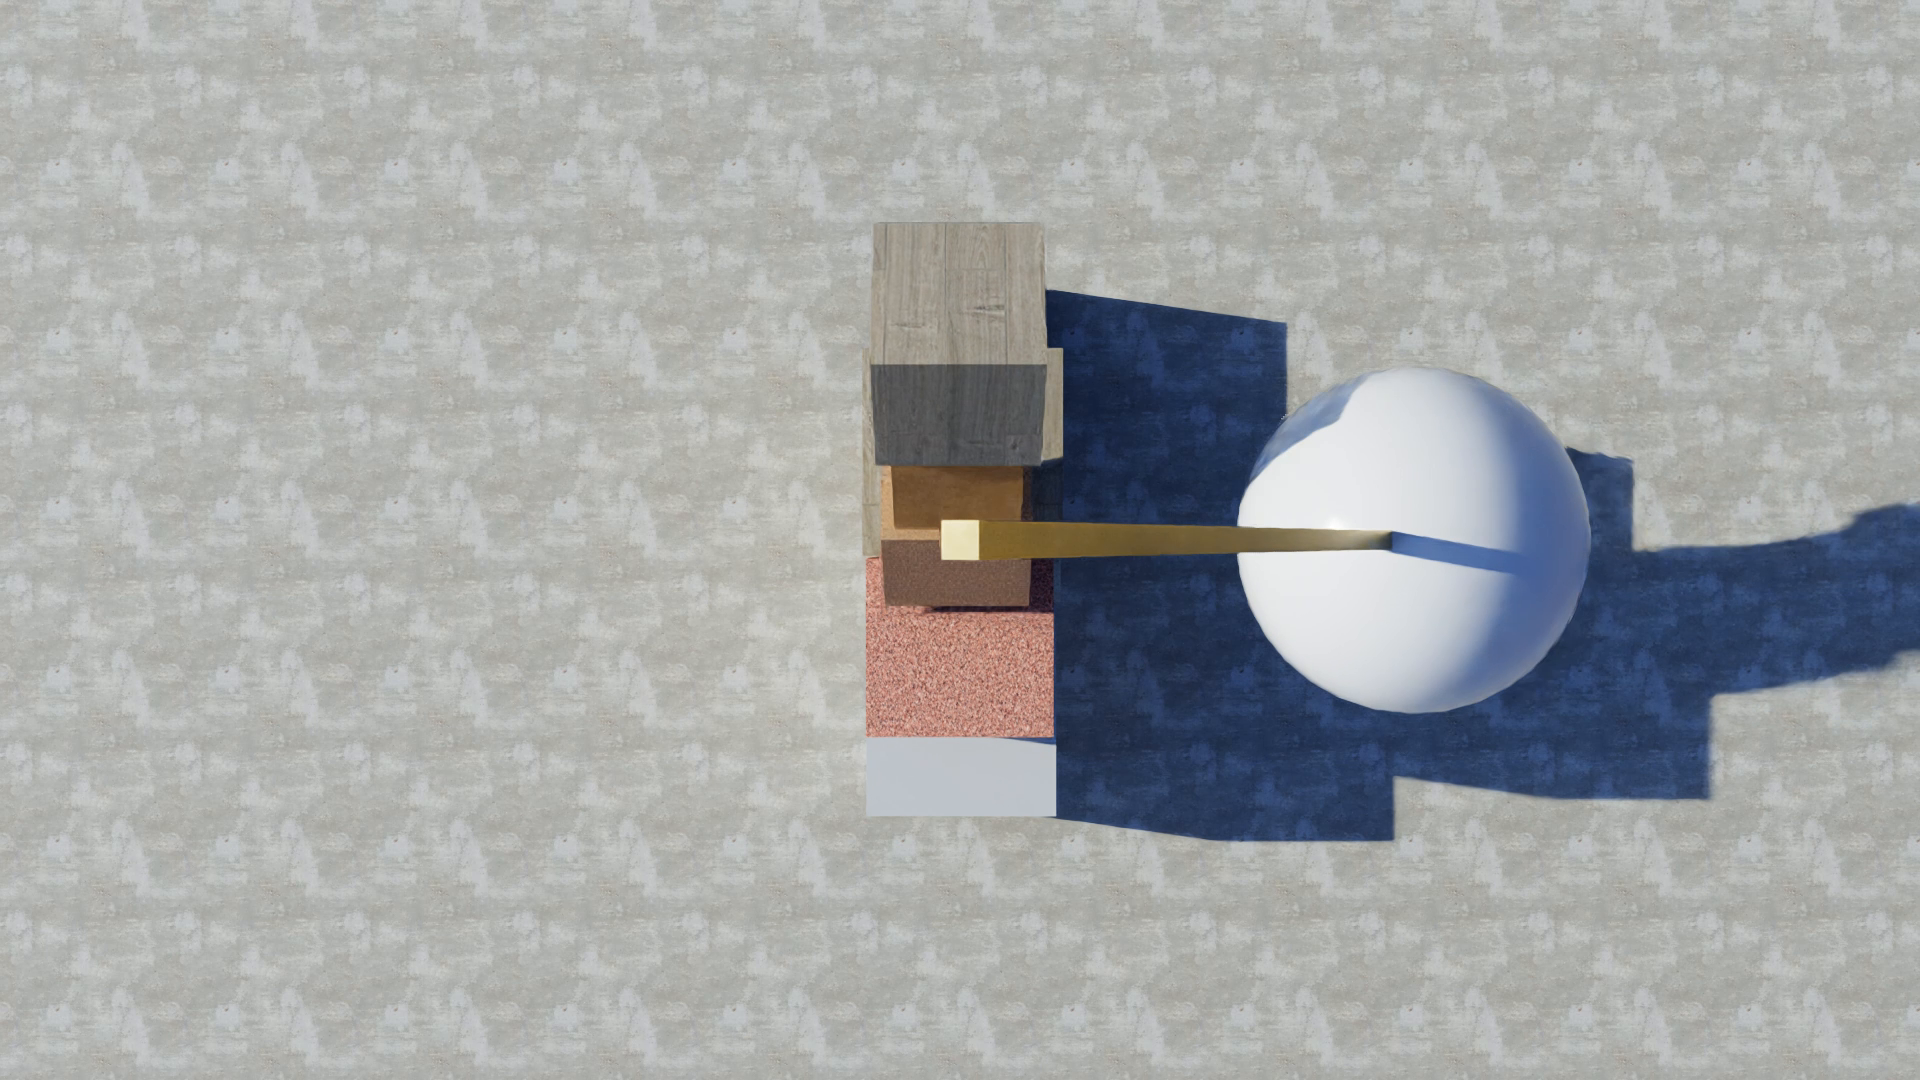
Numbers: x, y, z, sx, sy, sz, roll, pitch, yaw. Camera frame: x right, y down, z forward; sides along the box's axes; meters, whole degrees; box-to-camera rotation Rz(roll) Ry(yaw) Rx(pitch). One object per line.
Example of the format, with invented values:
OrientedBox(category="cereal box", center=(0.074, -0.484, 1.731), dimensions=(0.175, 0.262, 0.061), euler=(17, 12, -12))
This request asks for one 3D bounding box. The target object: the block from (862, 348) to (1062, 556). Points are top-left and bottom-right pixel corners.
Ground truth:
OrientedBox(category="block", center=(0.013, -0.446, 11.589), dimensions=(1.016, 0.908, 1.055), euler=(0, 90, 0))

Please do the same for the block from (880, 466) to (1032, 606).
OrientedBox(category="block", center=(-0.015, -0.147, 10.628), dimensions=(0.703, 0.630, 0.711), euler=(0, 59, 0))

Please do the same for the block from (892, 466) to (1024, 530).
OrientedBox(category="block", center=(-0.011, -0.473, 10.078), dimensions=(0.587, 0.647, 0.600), euler=(0, 59, 0))

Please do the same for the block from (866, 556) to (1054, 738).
OrientedBox(category="block", center=(-0.002, 0.533, 11.373), dimensions=(0.926, 1.041, 0.882), euler=(0, 90, 0))

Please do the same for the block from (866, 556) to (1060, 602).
OrientedBox(category="block", center=(0.017, -0.143, 12.521), dimensions=(1.068, 0.957, 0.963), euler=(0, 90, 0))

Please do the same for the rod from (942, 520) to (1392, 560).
OrientedBox(category="rod", center=(0.899, 0.000, 6.925), dimensions=(0.080, 5.200, 0.080), euler=(0, 90, 20))

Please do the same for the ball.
OrientedBox(category="ball", center=(2.074, 0.000, 10.115), dimensions=(1.600, 1.600, 1.600), euler=(0, 90, 0))

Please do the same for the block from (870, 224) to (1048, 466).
OrientedBox(category="block", center=(-0.006, -0.833, 9.470), dimensions=(0.722, 0.767, 0.732), euler=(0, 59, 0))

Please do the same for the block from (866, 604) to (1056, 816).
OrientedBox(category="block", center=(0.007, 0.921, 12.447), dimensions=(1.025, 1.107, 1.146), euler=(0, 90, 0))
